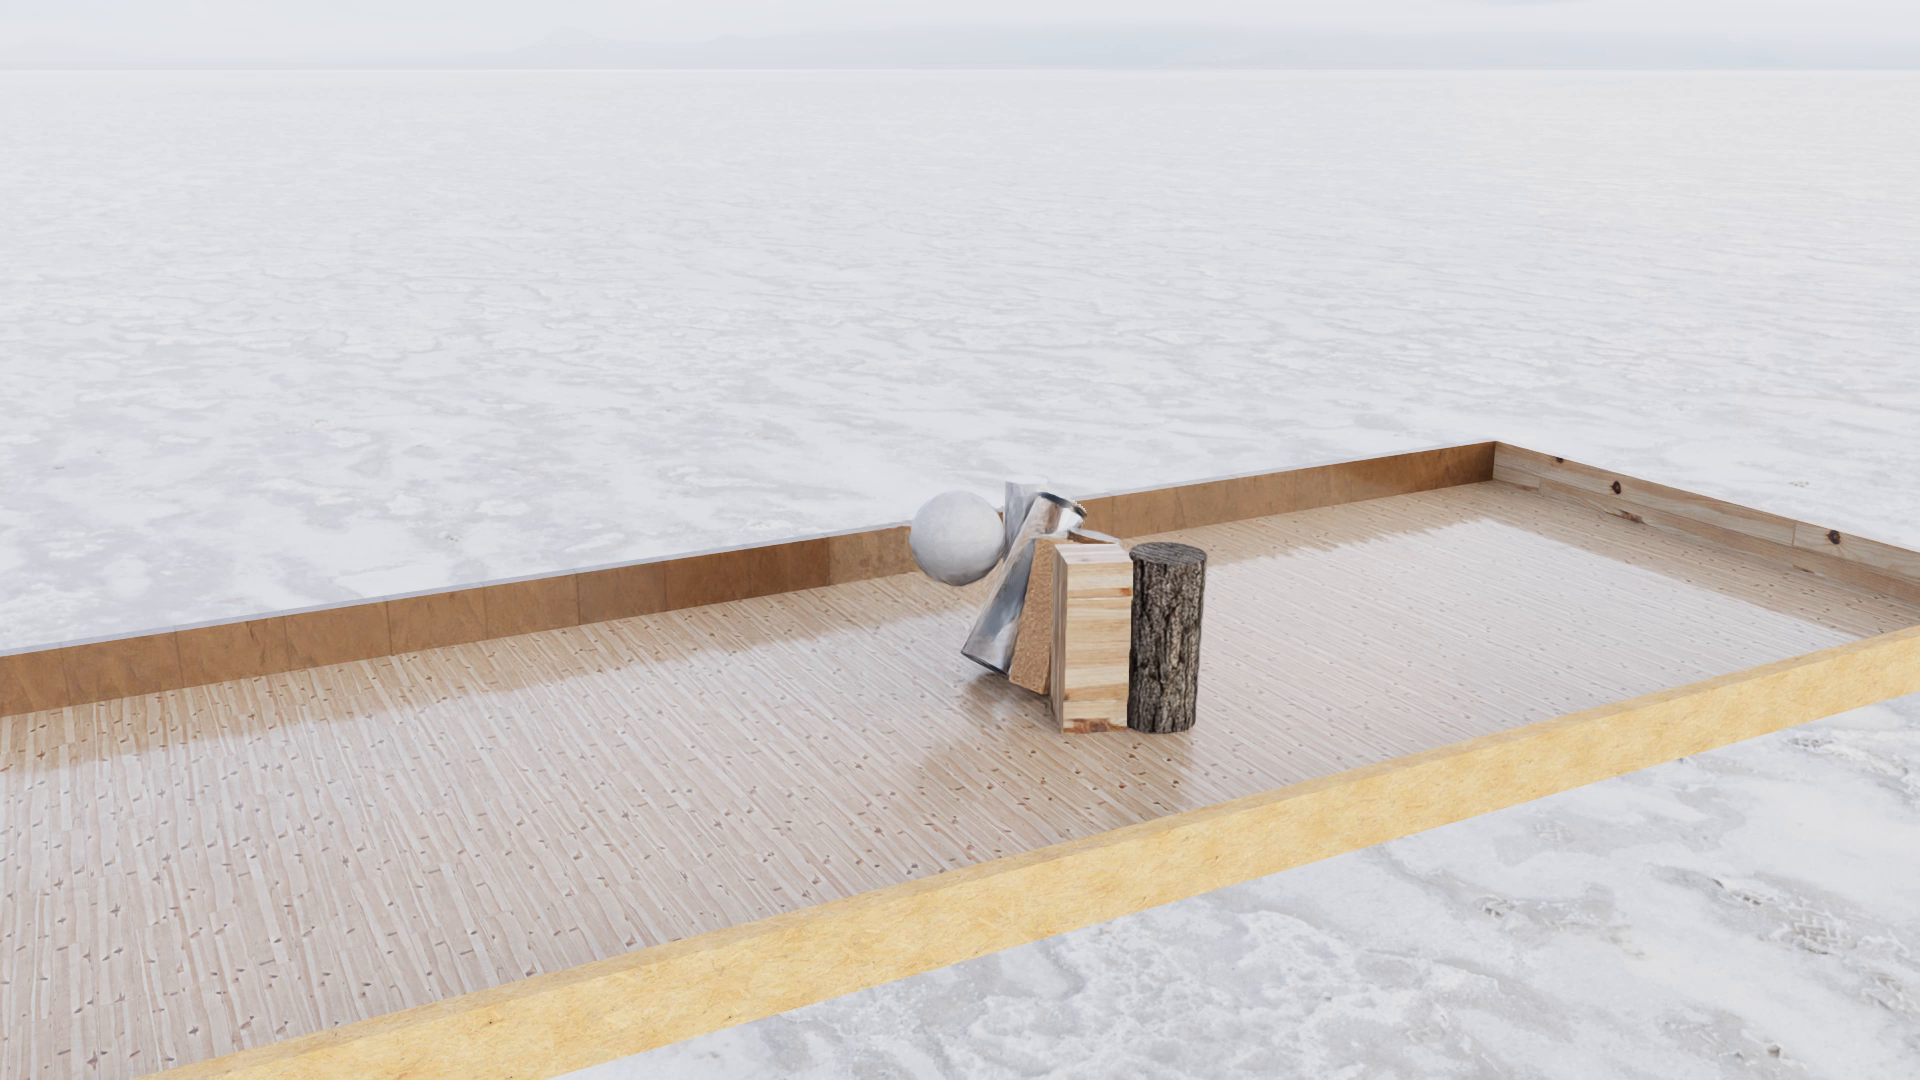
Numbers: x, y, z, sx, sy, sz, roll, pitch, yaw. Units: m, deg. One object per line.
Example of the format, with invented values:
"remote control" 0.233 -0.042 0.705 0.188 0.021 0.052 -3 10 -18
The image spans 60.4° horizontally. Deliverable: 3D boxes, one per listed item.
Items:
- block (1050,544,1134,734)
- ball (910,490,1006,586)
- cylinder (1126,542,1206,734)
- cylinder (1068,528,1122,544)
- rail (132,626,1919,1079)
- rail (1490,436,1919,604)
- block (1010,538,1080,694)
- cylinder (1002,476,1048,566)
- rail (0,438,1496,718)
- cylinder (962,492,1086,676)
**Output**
"block" 0.305 0.229 3.843 0.151 0.413 0.151 -2 16 -8
"ball" -0.007 -0.004 4.172 0.242 0.242 0.242 0 16 0
"cylinder" 0.472 0.227 3.843 0.175 0.412 0.175 1 17 0
"cylinder" 0.301 0.159 4.148 0.133 0.353 0.133 12 9 -2
"rail" -2.336 1.006 1.665 12.000 0.150 0.050 -9 18 -27
"rail" 2.466 -0.048 5.253 0.050 0.150 2.100 -9 18 -27
"block" 0.231 0.185 4.046 0.109 0.365 0.109 17 9 41
"cylinder" 0.169 0.058 4.362 0.114 0.442 0.114 1 13 0
"rail" -3.305 0.497 3.399 12.000 0.150 0.050 -9 18 -27
"cylinder" 0.162 0.111 4.186 0.135 0.456 0.135 25 -9 4
